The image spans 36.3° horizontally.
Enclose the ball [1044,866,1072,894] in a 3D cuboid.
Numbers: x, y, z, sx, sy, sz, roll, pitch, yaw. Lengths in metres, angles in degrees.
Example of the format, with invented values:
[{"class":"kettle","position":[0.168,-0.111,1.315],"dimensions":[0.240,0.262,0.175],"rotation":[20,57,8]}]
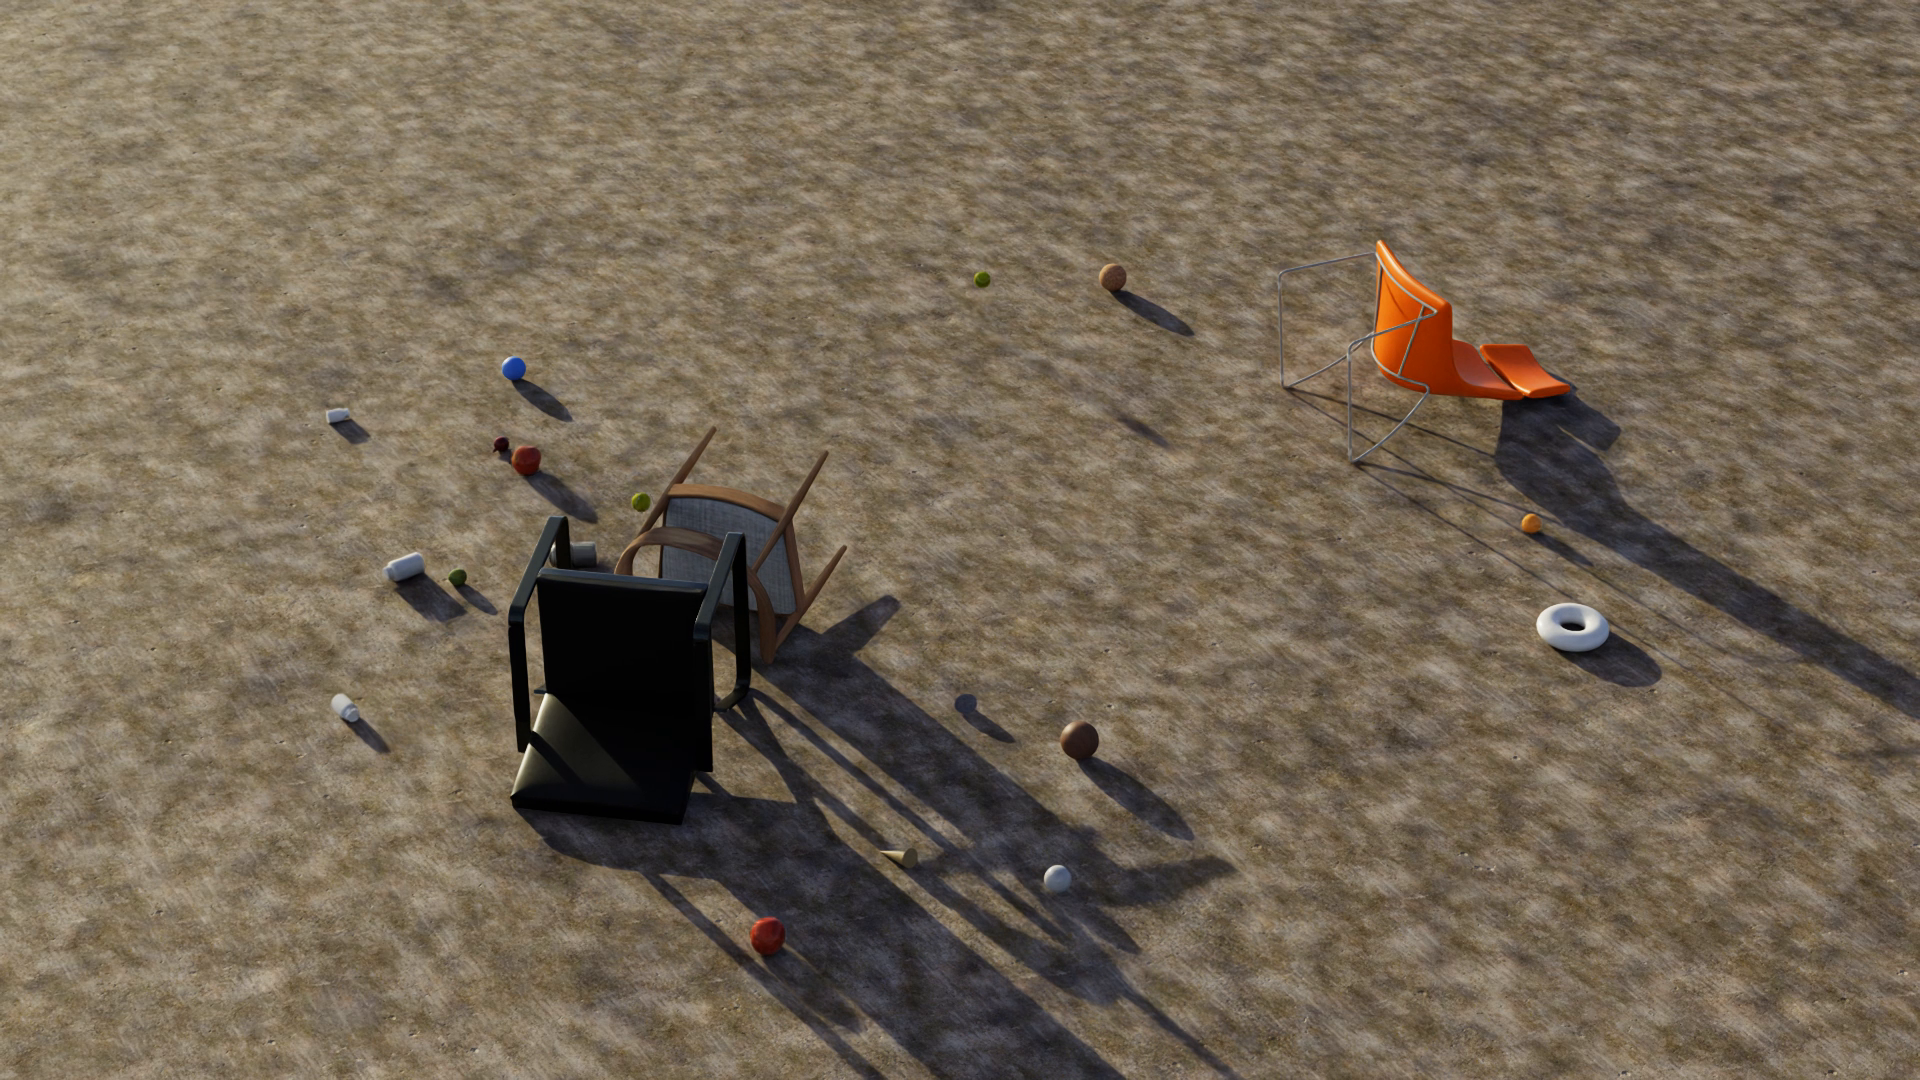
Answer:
[{"class":"ball","position":[0.309,1.069,9.242],"dimensions":[0.088,0.088,0.088],"rotation":[0,33,0]}]

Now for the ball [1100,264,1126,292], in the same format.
[{"class":"ball","position":[0.654,-1.124,12.543],"dimensions":[0.118,0.118,0.118],"rotation":[0,33,0]}]

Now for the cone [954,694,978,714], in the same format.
[{"class":"cone","position":[0.015,0.557,10.072],"dimensions":[0.080,0.067,0.063],"rotation":[-14,7,-9]}]

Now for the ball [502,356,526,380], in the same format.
[{"class":"ball","position":[-1.813,-0.697,11.913],"dimensions":[0.098,0.098,0.098],"rotation":[0,33,0]}]

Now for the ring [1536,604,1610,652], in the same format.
[{"class":"ring","position":[2.177,0.310,10.414],"dimensions":[0.256,0.067,0.258],"rotation":[-1,34,0]}]
